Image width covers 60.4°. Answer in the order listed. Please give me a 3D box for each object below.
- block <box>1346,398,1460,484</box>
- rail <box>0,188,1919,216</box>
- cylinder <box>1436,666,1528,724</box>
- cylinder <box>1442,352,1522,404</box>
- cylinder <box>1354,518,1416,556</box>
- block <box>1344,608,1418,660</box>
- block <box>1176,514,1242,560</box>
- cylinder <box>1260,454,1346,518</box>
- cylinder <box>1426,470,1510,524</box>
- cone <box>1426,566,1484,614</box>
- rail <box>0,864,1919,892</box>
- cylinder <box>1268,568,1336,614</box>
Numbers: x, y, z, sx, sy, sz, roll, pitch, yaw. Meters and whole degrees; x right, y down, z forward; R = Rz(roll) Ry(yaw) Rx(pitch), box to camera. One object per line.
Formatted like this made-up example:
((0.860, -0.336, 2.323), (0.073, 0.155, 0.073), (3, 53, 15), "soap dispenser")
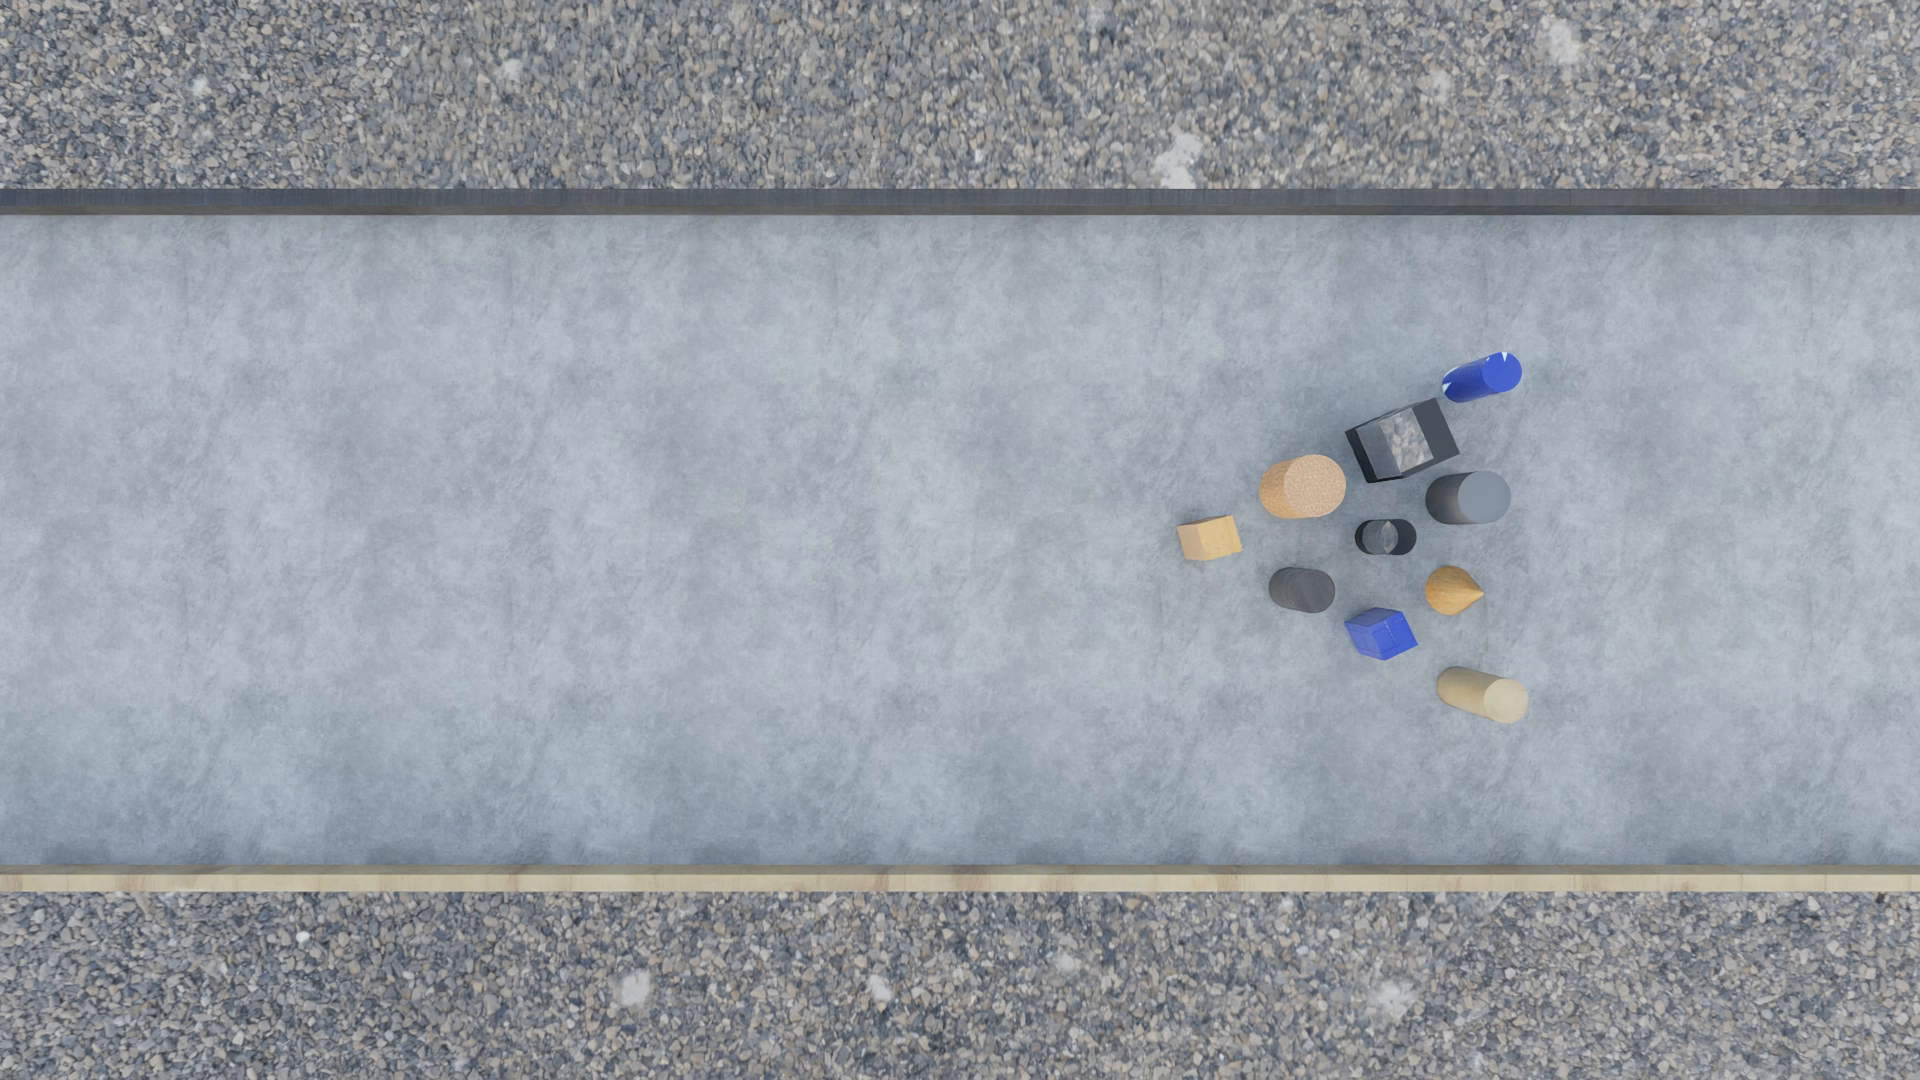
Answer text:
((1.299, -0.289, 4.869), (0.175, 0.414, 0.175), (-24, 90, 0), "block")
((-2.247, -1.025, 5.002), (12.000, 0.150, 0.050), (0, 90, 0), "rail")
((1.530, 0.451, 4.848), (0.126, 0.457, 0.126), (0, 90, 0), "cylinder")
((1.541, -0.478, 4.882), (0.113, 0.389, 0.113), (0, 90, 0), "cylinder")
((1.268, -0.009, 4.924), (0.107, 0.304, 0.107), (0, 90, 0), "cylinder")
((1.254, 0.278, 4.923), (0.108, 0.307, 0.108), (-26, 90, 0), "block")
((0.731, -0.006, 4.860), (0.106, 0.432, 0.106), (-15, 90, 0), "block")
((1.009, -0.155, 4.885), (0.178, 0.384, 0.178), (0, 90, 0), "cylinder")
((1.509, -0.124, 4.910), (0.154, 0.332, 0.154), (0, 90, 0), "cylinder")
((1.508, 0.155, 4.907), (0.151, 0.340, 0.151), (0, 90, 0), "cone")
((-2.247, 1.025, 5.001), (12.000, 0.150, 0.050), (0, 90, 0), "rail")
((1.013, 0.147, 4.903), (0.127, 0.347, 0.127), (0, 90, 0), "cylinder")
